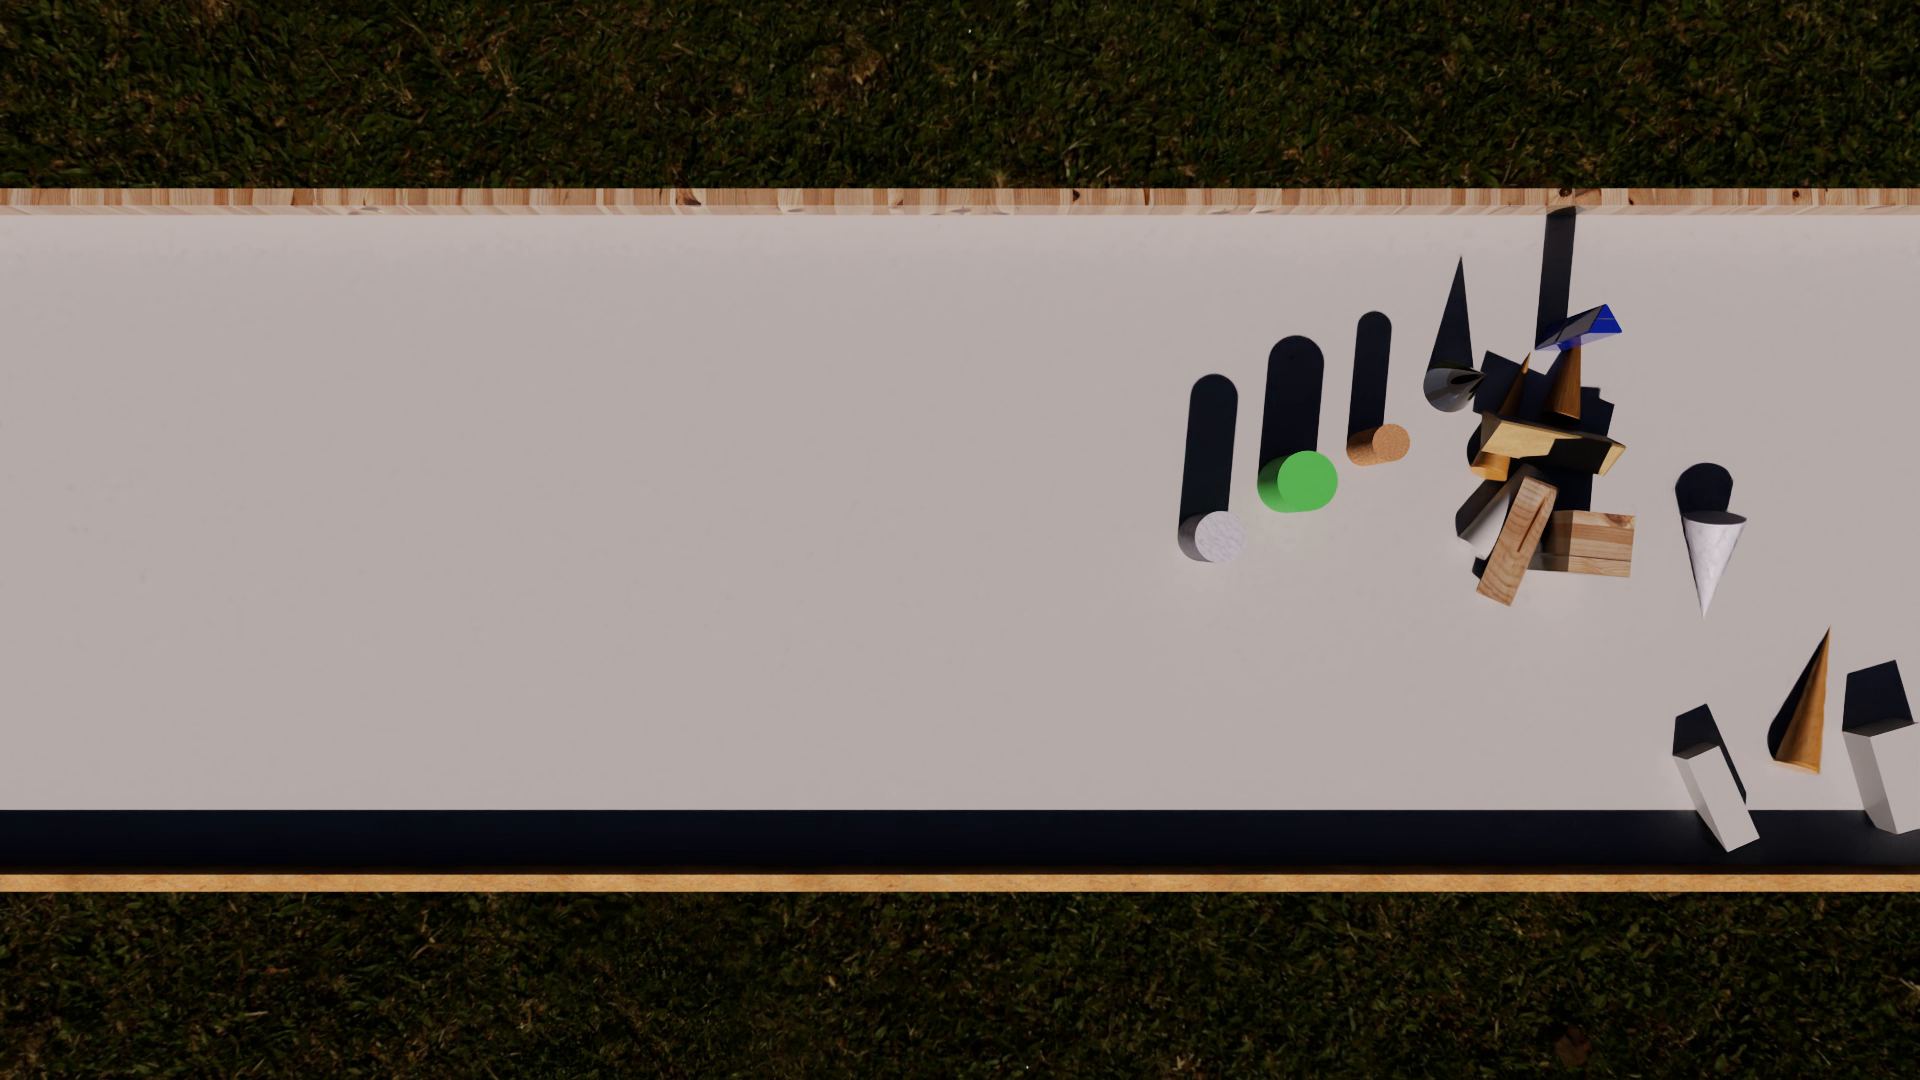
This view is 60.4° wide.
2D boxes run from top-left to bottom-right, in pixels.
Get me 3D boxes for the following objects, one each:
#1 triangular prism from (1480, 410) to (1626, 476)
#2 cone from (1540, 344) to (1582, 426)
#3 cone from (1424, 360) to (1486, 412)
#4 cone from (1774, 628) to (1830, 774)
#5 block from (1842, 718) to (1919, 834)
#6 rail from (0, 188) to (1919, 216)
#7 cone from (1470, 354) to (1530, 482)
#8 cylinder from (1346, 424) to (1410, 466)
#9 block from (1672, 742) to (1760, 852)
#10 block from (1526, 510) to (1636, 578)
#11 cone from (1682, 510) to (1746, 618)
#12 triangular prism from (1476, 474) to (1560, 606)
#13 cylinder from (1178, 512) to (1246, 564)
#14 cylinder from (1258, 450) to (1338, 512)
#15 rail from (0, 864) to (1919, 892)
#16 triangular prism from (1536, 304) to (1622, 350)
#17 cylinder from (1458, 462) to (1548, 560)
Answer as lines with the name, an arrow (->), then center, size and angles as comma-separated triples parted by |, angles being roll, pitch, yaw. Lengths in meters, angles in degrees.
triangular prism -> 1.788, -0.304, 4.966 | 0.417, 0.109, 0.126 | 10, 77, -12
cone -> 1.869, -0.525, 5.047 | 0.118, 0.118, 0.328 | 15, 80, 0
cone -> 1.506, -0.473, 4.895 | 0.161, 0.362, 0.161 | 0, 90, 0
cone -> 2.609, 0.479, 5.044 | 0.129, 0.129, 0.455 | 18, 82, 0
block -> 2.831, 0.711, 4.998 | 0.156, 0.156, 0.302 | -16, 90, 0
rail -> -2.247, -1.025, 5.002 | 12.000, 0.150, 0.050 | 0, 90, 0
cone -> 1.683, -0.392, 5.048 | 0.113, 0.113, 0.417 | 21, 82, 0
cylinder -> 1.242, -0.281, 4.913 | 0.108, 0.326, 0.108 | 0, 90, 0
block -> 2.301, 0.780, 5.024 | 0.105, 0.105, 0.304 | -24, 90, 0
block -> 1.840, 0.011, 4.901 | 0.178, 0.350, 0.178 | 5, 90, 0
cone -> 2.284, 0.088, 5.034 | 0.176, 0.176, 0.324 | -1, 105, 0
triangular prism -> 1.696, 0.008, 4.961 | 0.111, 0.096, 0.384 | 11, 106, -29
cylinder -> 0.743, -0.008, 4.887 | 0.149, 0.378, 0.149 | 0, 90, 0
cylinder -> 1.001, -0.170, 4.912 | 0.174, 0.329, 0.174 | 0, 90, 0
rail -> -2.247, 1.025, 5.001 | 12.000, 0.150, 0.050 | 0, 90, 0
triangular prism -> 1.814, -0.624, 4.854 | 0.091, 0.445, 0.079 | 0, 90, 0
cylinder -> 1.658, -0.087, 5.024 | 0.105, 0.105, 0.303 | 41, 90, 0
